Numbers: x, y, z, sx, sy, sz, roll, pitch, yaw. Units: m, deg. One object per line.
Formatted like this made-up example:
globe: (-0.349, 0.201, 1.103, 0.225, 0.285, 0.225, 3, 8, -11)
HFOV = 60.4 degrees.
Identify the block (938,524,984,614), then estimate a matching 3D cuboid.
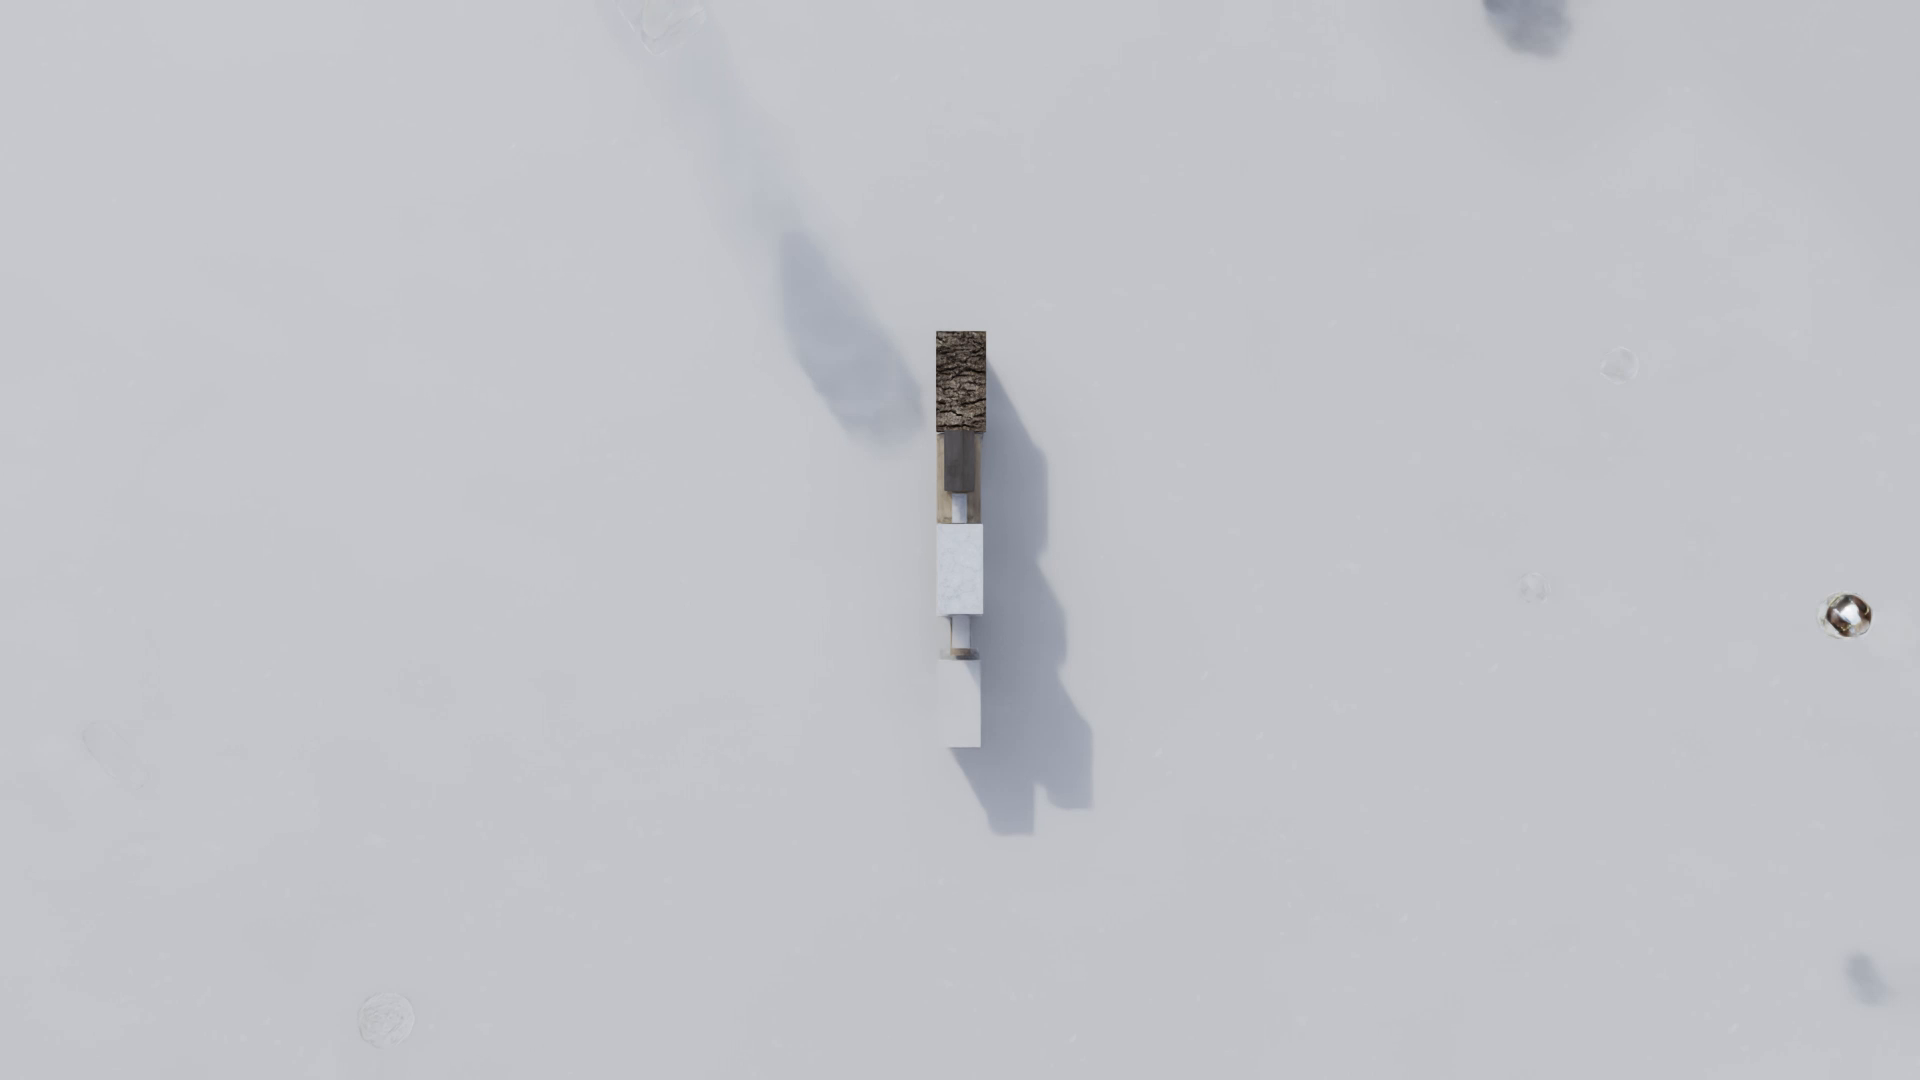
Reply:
block: (0.002, 0.085, 4.887, 0.133, 0.038, 0.266, 0, 90, 0)

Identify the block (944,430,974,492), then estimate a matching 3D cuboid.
block: (-0.002, -0.240, 4.985, 0.091, 0.026, 0.183, 0, 90, 0)

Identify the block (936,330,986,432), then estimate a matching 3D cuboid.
block: (0.004, -0.495, 5.165, 0.157, 0.044, 0.313, 0, 90, 0)

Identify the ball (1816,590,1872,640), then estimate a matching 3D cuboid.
ball: (2.320, 0.198, 4.326, 0.130, 0.130, 0.130, 0, 90, 0)

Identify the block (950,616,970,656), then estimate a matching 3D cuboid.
block: (0.002, 0.310, 5.360, 0.065, 0.018, 0.131, 0, 90, 0)

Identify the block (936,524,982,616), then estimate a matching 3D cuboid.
block: (-0.002, 0.095, 5.192, 0.144, 0.041, 0.288, 0, 90, 0)

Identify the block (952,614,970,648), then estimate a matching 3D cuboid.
block: (0.003, 0.277, 5.056, 0.054, 0.015, 0.108, 0, 90, 0)

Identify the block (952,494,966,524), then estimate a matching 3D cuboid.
block: (-0.001, -0.098, 5.083, 0.045, 0.013, 0.091, 0, 90, 0)

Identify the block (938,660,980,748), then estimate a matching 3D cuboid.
block: (-0.003, 0.516, 5.209, 0.136, 0.039, 0.272, 0, 90, 0)

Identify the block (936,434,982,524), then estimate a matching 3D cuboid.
block: (-0.003, -0.194, 5.200, 0.140, 0.040, 0.280, 0, 90, 0)
